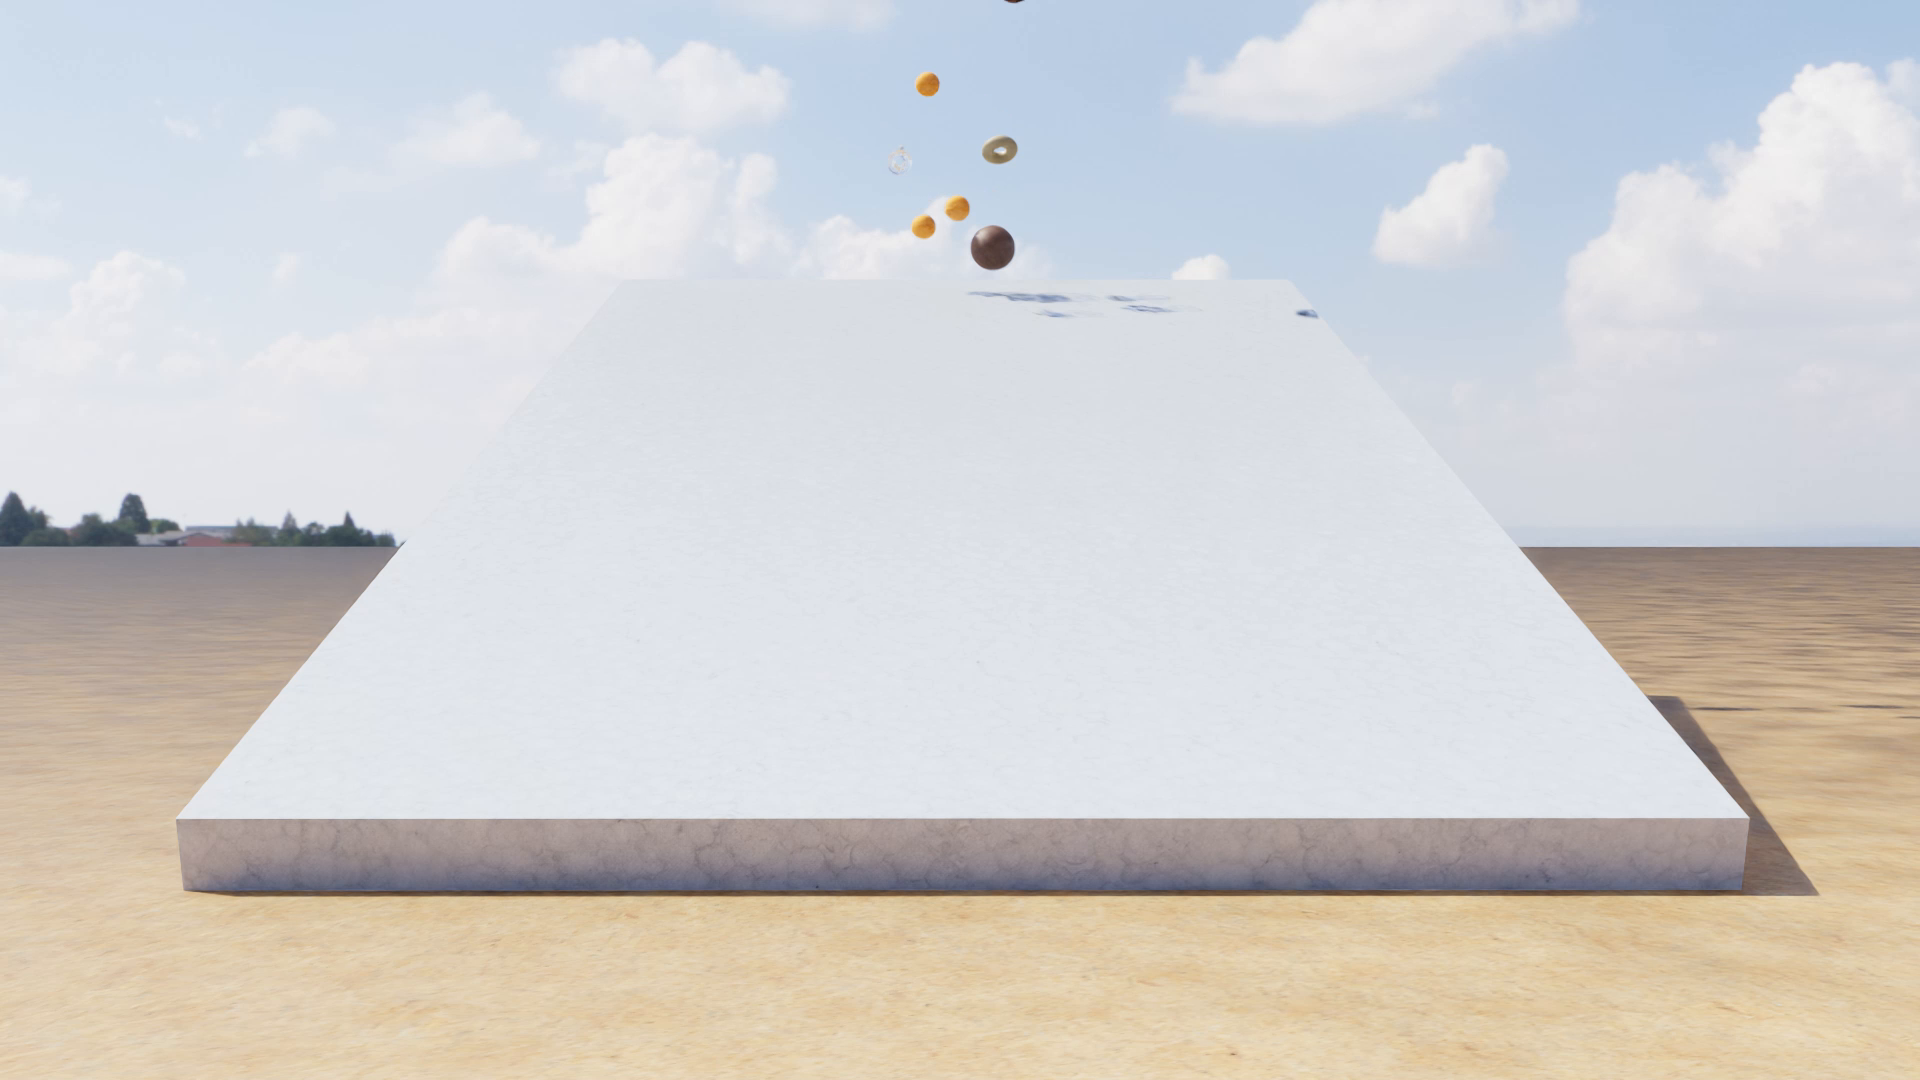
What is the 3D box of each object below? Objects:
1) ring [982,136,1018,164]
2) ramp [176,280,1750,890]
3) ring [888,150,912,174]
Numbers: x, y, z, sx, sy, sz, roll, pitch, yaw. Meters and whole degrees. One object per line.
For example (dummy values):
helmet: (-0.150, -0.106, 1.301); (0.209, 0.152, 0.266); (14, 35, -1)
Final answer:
ring: (0.113, -1.107, 6.285); (0.104, 0.035, 0.104); (-6, -32, -4)
ramp: (-0.002, -0.167, 4.746); (2.000, 0.100, 4.000); (0, 17, 0)
ring: (-0.175, -1.095, 6.419); (0.076, 0.076, 0.025); (0, 32, -35)
